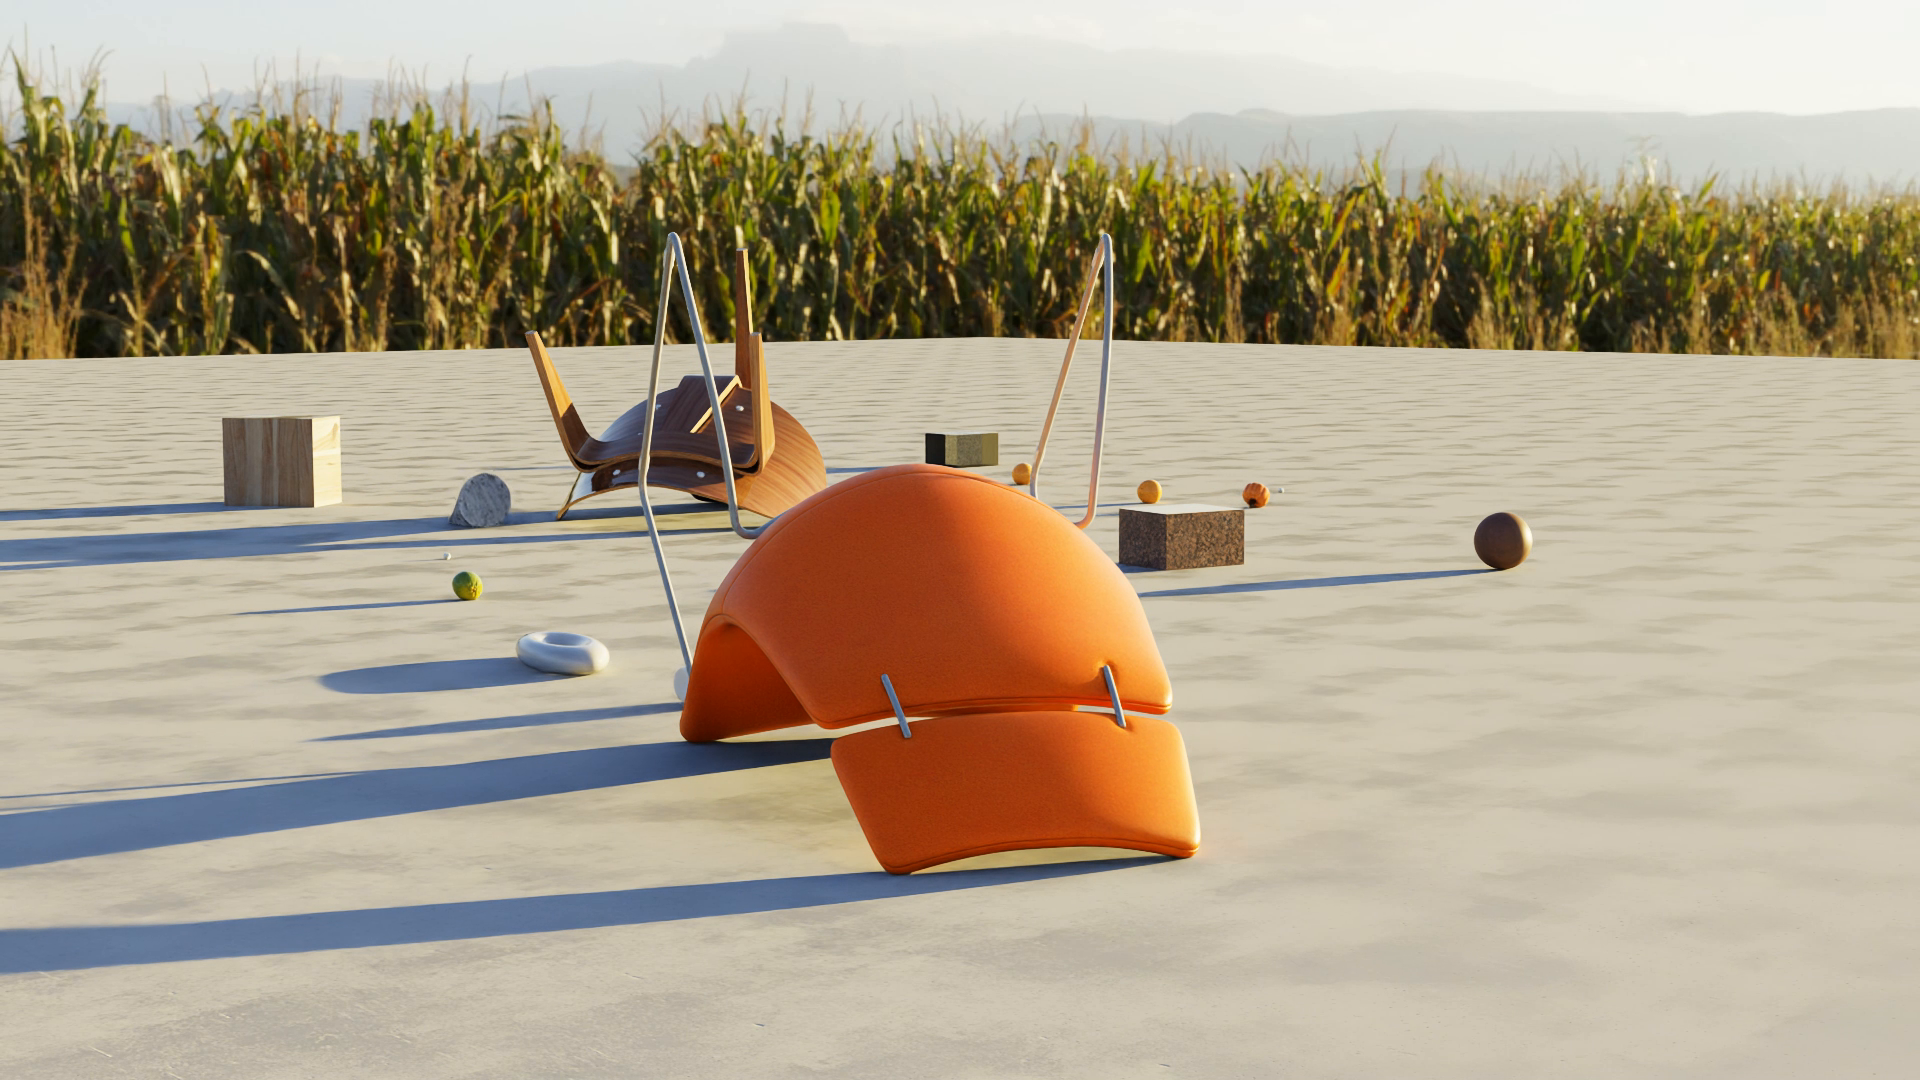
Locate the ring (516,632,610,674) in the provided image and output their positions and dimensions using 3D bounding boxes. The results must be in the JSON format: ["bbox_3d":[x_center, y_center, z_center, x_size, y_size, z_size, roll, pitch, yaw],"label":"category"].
[{"bbox_3d":[-0.673,0.190,4.338,0.133,0.047,0.309,-4,7,-26],"label":"ring"}]

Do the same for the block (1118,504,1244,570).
[{"bbox_3d":[0.507,-0.008,5.872,0.225,0.127,0.177,-4,7,-33],"label":"block"}]

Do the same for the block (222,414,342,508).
[{"bbox_3d":[-1.958,-0.230,7.412,0.277,0.252,0.179,1,6,11],"label":"block"}]

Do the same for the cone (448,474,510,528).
[{"bbox_3d":[-1.308,-0.075,6.801,0.165,0.140,0.193,-27,14,38],"label":"cone"}]

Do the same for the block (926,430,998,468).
[{"bbox_3d":[0.006,-0.316,8.919,0.197,0.114,0.161,-5,8,-43],"label":"block"}]
